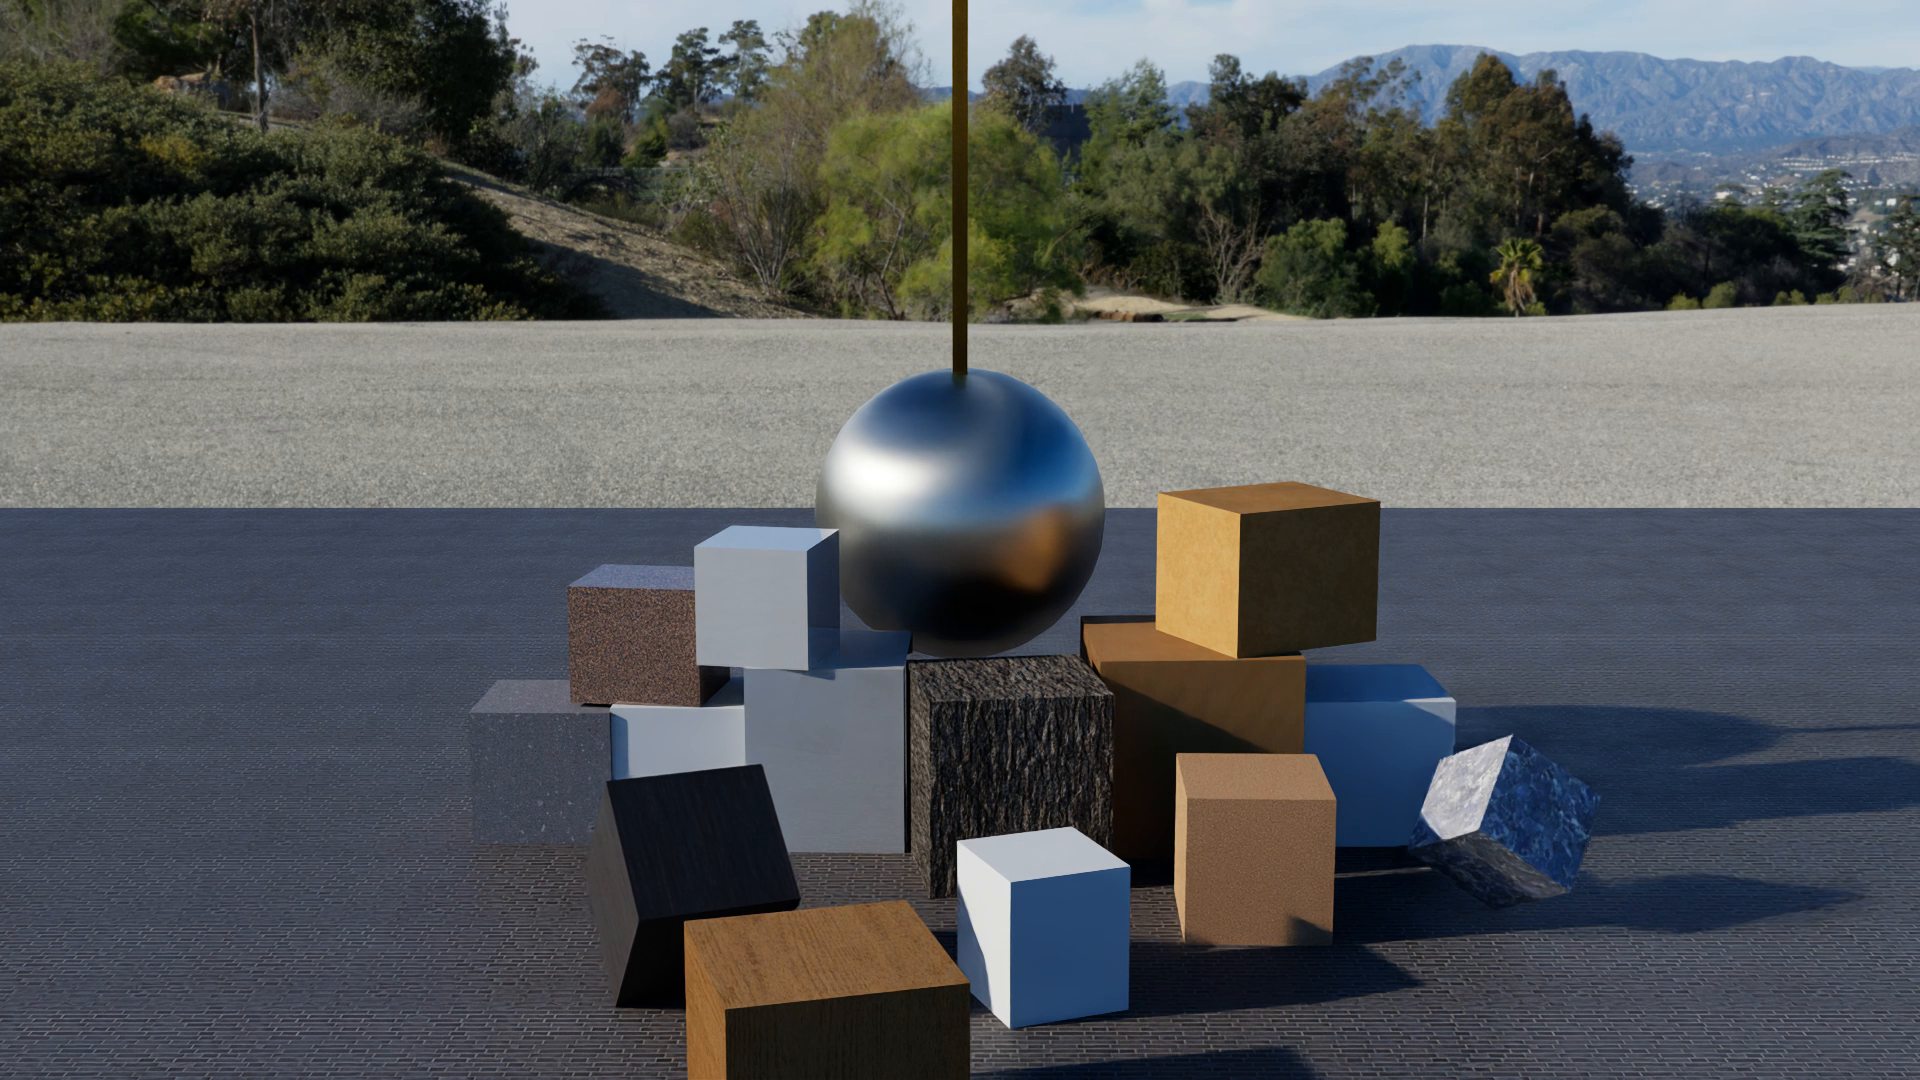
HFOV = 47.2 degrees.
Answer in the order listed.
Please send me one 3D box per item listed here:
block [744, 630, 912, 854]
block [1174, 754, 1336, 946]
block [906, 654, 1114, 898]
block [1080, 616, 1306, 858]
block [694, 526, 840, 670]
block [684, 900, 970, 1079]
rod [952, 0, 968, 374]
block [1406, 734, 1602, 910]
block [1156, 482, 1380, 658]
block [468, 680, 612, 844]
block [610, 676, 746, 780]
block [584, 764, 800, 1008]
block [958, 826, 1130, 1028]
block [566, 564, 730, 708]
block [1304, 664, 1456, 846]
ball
[{"bbox_3d":[-0.658,1.020,11.325,0.788,0.941,0.869,0,10,2],"label":"block"},{"bbox_3d":[1.330,1.396,10.014,0.651,0.670,0.726,0,10,2],"label":"block"},{"bbox_3d":[0.227,1.129,10.701,0.872,0.951,0.849,-2,10,-9],"label":"block"},{"bbox_3d":[1.167,0.988,11.328,1.008,1.003,1.051,0,10,-2],"label":"block"},{"bbox_3d":[-0.963,0.282,11.085,0.572,0.596,0.618,2,11,11],"label":"block"},{"bbox_3d":[-0.484,1.786,7.751,0.833,0.712,0.857,-3,11,-16],"label":"block"},{"bbox_3d":[0.000,-3.360,10.972,0.080,5.200,0.080,0,19,0],"label":"rod"},{"bbox_3d":[2.470,1.288,9.988,0.530,0.504,0.542,34,-28,-12],"label":"block"},{"bbox_3d":[1.562,0.134,11.215,0.847,0.717,0.741,-5,12,-27],"label":"block"},{"bbox_3d":[-2.100,1.140,11.383,0.707,0.684,0.683,0,10,1],"label":"block"},{"bbox_3d":[-1.396,1.129,11.381,0.687,0.707,0.667,0,10,2],"label":"block"},{"bbox_3d":[-1.118,1.424,9.080,0.658,0.692,0.652,-4,52,-22],"label":"block"},{"bbox_3d":[0.339,1.591,9.103,0.529,0.613,0.563,-4,11,-22],"label":"block"},{"bbox_3d":[-1.587,0.483,11.282,0.674,0.600,0.586,2,10,9],"label":"block"},{"bbox_3d":[2.071,1.104,11.398,0.785,0.749,0.790,0,10,-1],"label":"block"},{"bbox_3d":[0.000,-0.147,12.083,1.600,1.600,1.600,0,10,0],"label":"ball"}]
